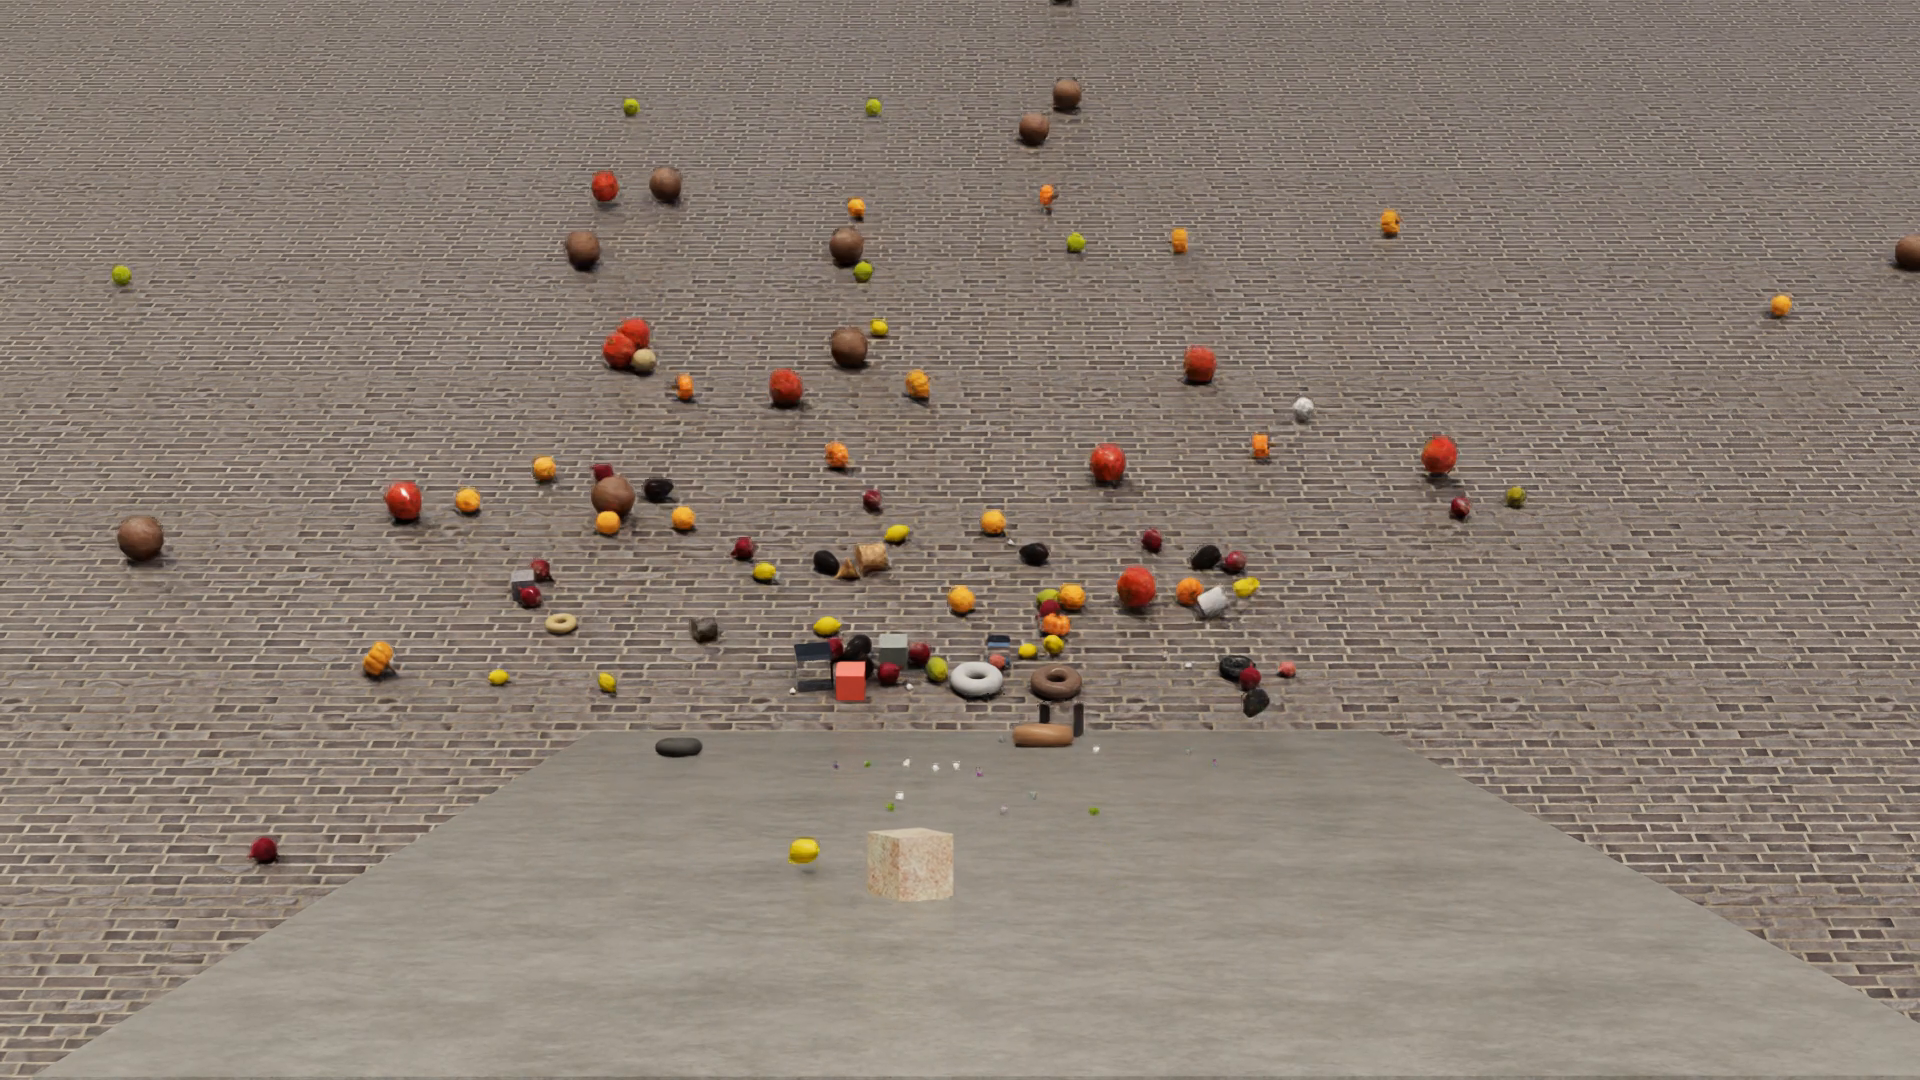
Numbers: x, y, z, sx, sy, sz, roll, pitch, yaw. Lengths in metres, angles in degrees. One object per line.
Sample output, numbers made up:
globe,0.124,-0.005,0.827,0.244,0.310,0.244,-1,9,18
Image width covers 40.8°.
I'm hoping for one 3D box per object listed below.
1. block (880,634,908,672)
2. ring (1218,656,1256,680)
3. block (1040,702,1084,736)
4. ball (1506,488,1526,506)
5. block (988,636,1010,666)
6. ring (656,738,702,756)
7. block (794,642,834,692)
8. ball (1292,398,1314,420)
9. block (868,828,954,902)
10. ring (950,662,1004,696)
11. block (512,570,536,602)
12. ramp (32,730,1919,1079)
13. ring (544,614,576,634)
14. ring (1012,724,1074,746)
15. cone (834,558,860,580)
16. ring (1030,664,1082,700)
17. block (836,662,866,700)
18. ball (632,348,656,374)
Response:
block,-0.182,0.308,7.054,0.076,0.076,0.076,-1,28,-1
ring,0.755,0.347,7.026,0.102,0.034,0.102,1,27,-1
block,0.255,0.450,6.459,0.081,0.081,0.081,0,1,31
ball,1.701,-0.132,7.906,0.059,0.059,0.059,0,28,0
block,0.106,0.303,7.081,0.061,0.061,0.061,1,28,1
ring,-0.651,0.479,5.980,0.108,0.036,0.108,0,2,0
block,-0.395,0.343,6.969,0.095,0.095,0.095,-4,28,-8
ball,1.124,-0.430,8.456,0.072,0.072,0.072,0,28,0
block,-0.074,0.479,3.811,0.093,0.093,0.093,-1,1,-32
ring,0.044,0.375,6.958,0.144,0.048,0.144,1,27,-1
block,-1.251,0.130,7.404,0.064,0.064,0.064,-4,28,-7
ramp,0.063,0.564,4.604,2.000,0.100,4.000,0,1,0
ring,-1.120,0.234,7.244,0.090,0.030,0.090,-1,27,1
ring,0.199,0.469,6.208,0.150,0.050,0.150,0,-1,0
cone,-0.338,0.096,7.504,0.070,0.070,0.070,-31,32,-1
ring,0.259,0.381,6.947,0.141,0.047,0.141,1,28,-1
block,-0.293,0.378,6.922,0.075,0.075,0.075,0,28,0
ball,-1.073,-0.610,8.784,0.084,0.084,0.084,0,28,0
